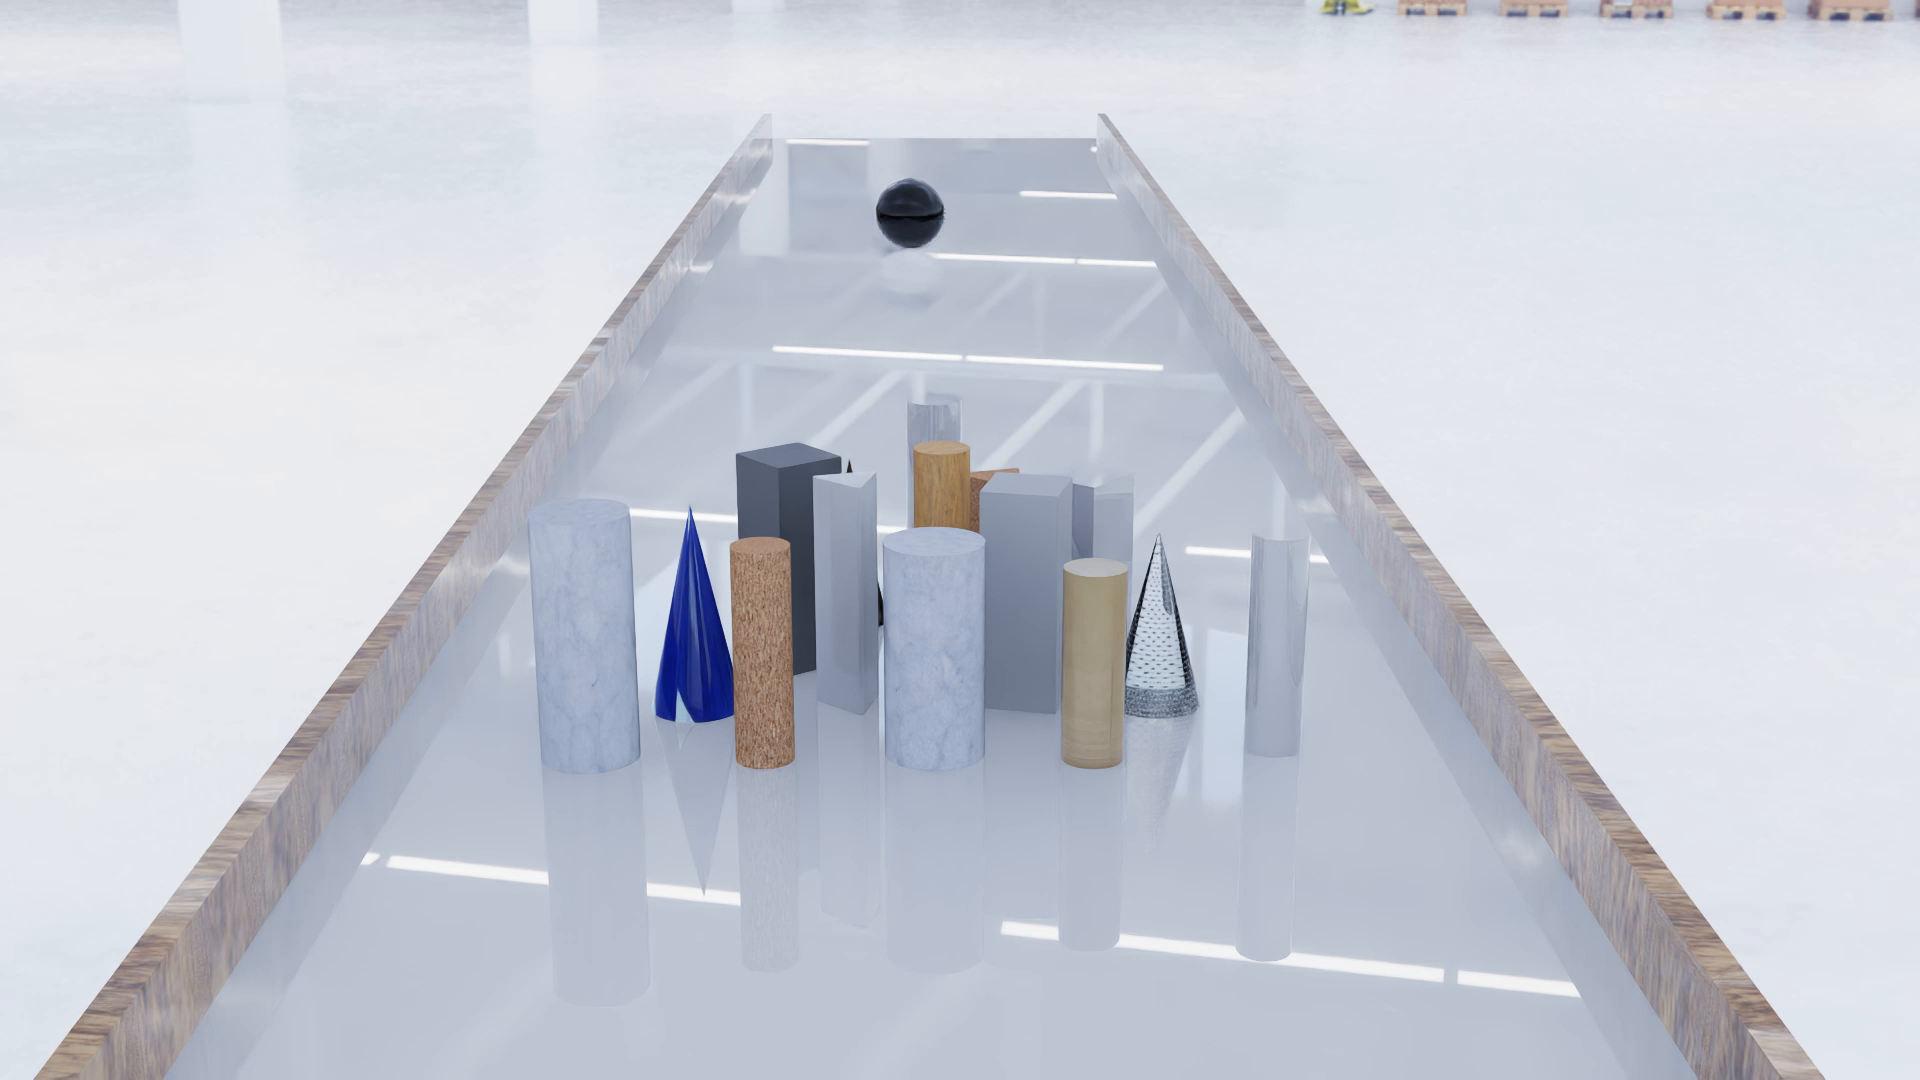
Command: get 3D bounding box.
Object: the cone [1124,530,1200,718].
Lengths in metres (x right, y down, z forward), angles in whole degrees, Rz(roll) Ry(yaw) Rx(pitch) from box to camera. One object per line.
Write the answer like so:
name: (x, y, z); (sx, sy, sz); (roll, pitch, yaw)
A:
cone: (0.371, 0.144, 4.140); (0.174, 0.344, 0.174); (0, 17, 0)

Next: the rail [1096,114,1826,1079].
rail: (0.932, -0.844, 7.801); (0.050, 0.150, 12.000); (0, 17, -1)

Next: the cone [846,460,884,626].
cone: (-0.229, -0.001, 4.609); (0.150, 0.354, 0.150); (0, 17, 0)

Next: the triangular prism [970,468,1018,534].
triangular prism: (0.084, 0.013, 4.631); (0.135, 0.316, 0.117); (14, 21, 39)

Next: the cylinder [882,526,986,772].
cylinder: (-0.045, 0.191, 3.890); (0.180, 0.395, 0.180); (0, 17, 0)

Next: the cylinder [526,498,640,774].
cylinder: (-0.660, 0.168, 3.867); (0.176, 0.453, 0.176); (0, 17, 0)

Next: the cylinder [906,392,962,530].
cylinder: (-0.057, -0.107, 4.853); (0.122, 0.418, 0.122); (0, 17, 0)

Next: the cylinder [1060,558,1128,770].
cylinder: (0.236, 0.218, 3.873); (0.113, 0.355, 0.113); (0, 17, 0)

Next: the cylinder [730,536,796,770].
cylinder: (-0.347, 0.199, 3.863); (0.105, 0.396, 0.105); (0, 17, 0)

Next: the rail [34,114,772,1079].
rail: (-1.118, -0.838, 7.780); (0.050, 0.150, 12.000); (0, 17, -1)

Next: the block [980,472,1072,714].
block: (0.124, 0.099, 4.151); (0.147, 0.424, 0.147); (4, 17, 13)

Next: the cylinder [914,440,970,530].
cylinder: (-0.035, 0.030, 4.357); (0.111, 0.438, 0.111); (0, 17, 0)

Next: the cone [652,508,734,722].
cone: (-0.498, 0.124, 4.110); (0.173, 0.400, 0.173); (0, 17, 0)

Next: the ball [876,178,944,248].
ball: (-0.213, -1.394, 9.393); (0.297, 0.297, 0.297); (0, 17, 0)

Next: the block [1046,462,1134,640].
block: (0.249, 0.050, 4.403); (0.139, 0.374, 0.139); (13, 21, 37)

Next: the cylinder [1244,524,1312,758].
cylinder: (0.564, 0.180, 3.914); (0.104, 0.403, 0.104); (0, 17, 0)

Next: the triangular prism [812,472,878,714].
triangular prism: (-0.193, 0.094, 4.136); (0.121, 0.442, 0.104); (14, 22, 40)

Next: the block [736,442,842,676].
block: (-0.335, 0.038, 4.354); (0.148, 0.425, 0.148); (-13, 21, -37)
